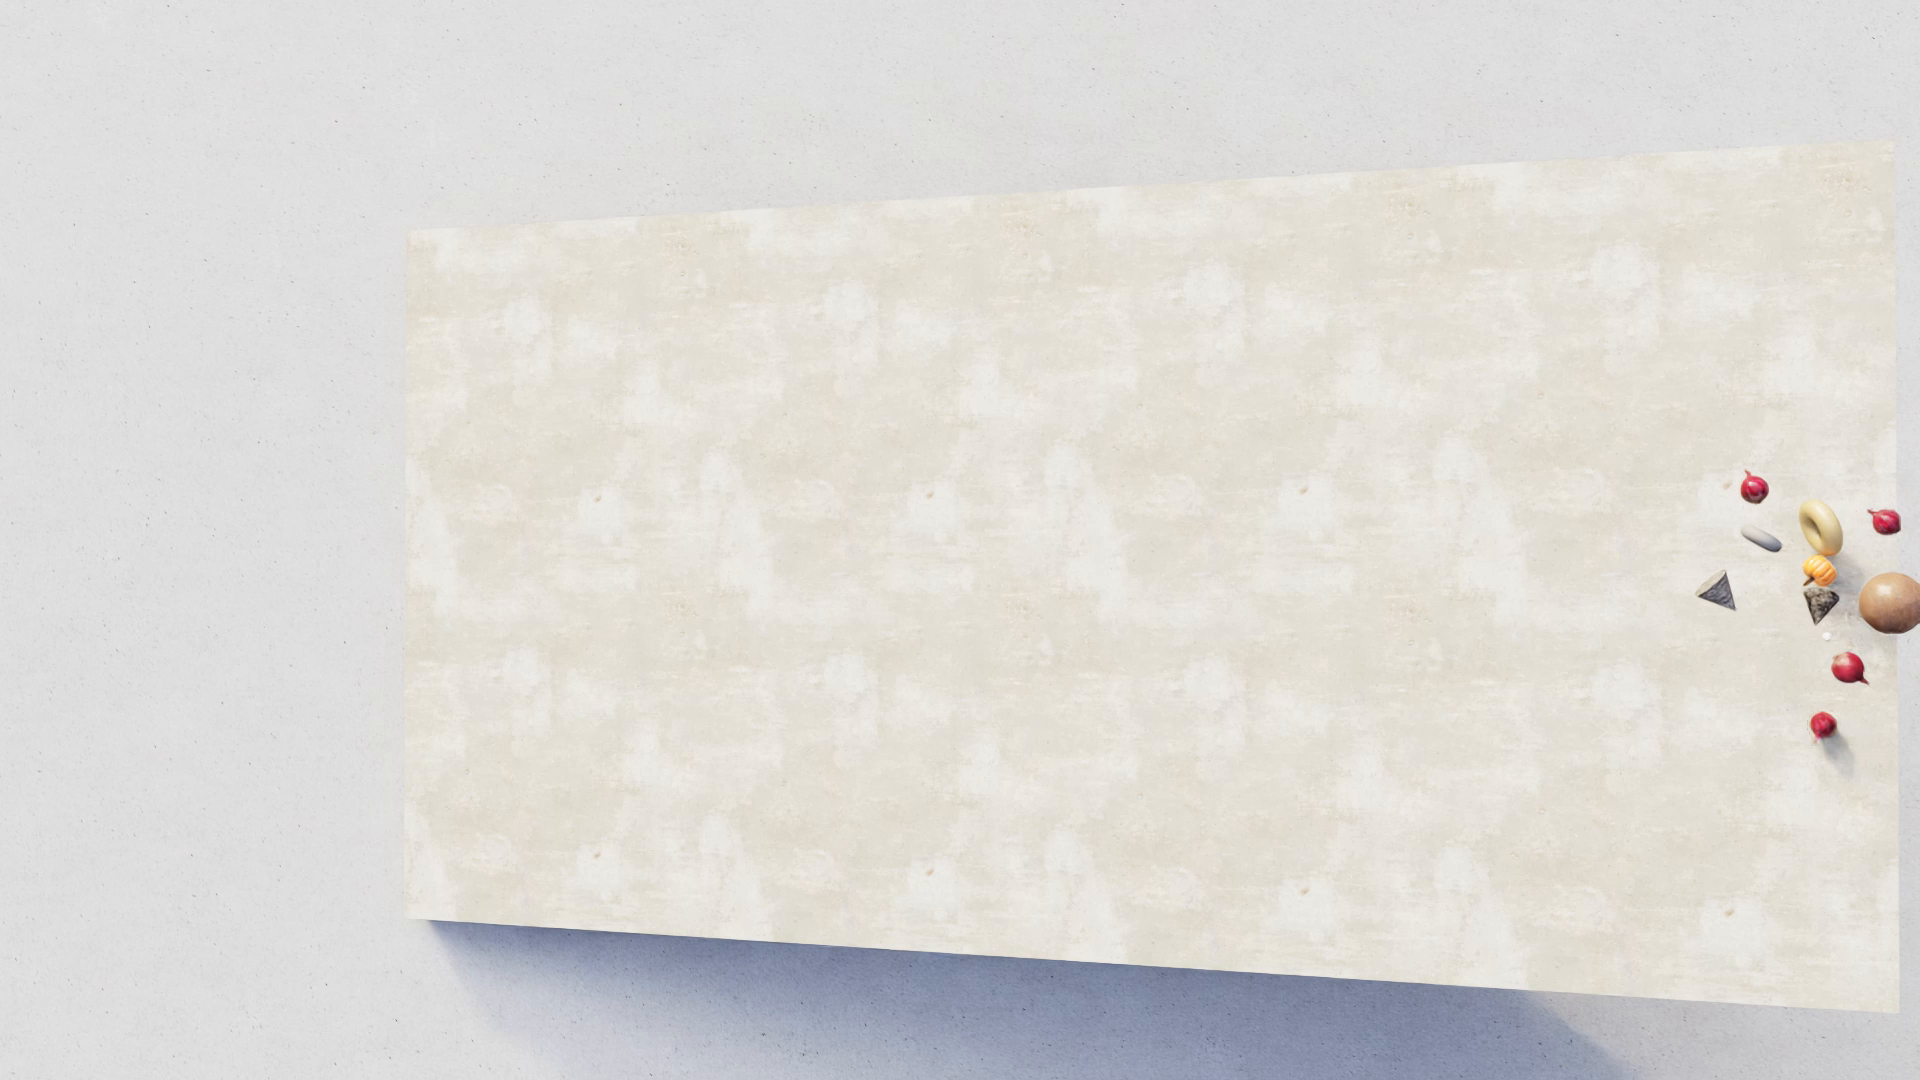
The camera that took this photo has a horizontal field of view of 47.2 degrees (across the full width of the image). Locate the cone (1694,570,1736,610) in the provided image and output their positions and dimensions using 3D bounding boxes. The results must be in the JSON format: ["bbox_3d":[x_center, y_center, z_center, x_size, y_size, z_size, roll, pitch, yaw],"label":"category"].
[{"bbox_3d":[1.577,0.118,4.542,0.082,0.082,0.082,-42,88,-1],"label":"cone"}]

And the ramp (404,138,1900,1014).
[{"bbox_3d":[0.281,0.089,5.760,4.000,0.100,2.000,0,89,20],"label":"ramp"}]

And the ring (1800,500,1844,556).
[{"bbox_3d":[1.967,-0.028,5.022,0.046,0.139,0.139,-23,89,-2],"label":"ring"}]

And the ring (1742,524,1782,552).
[{"bbox_3d":[1.729,-0.003,4.743,0.092,0.092,0.031,29,97,0],"label":"ring"}]
